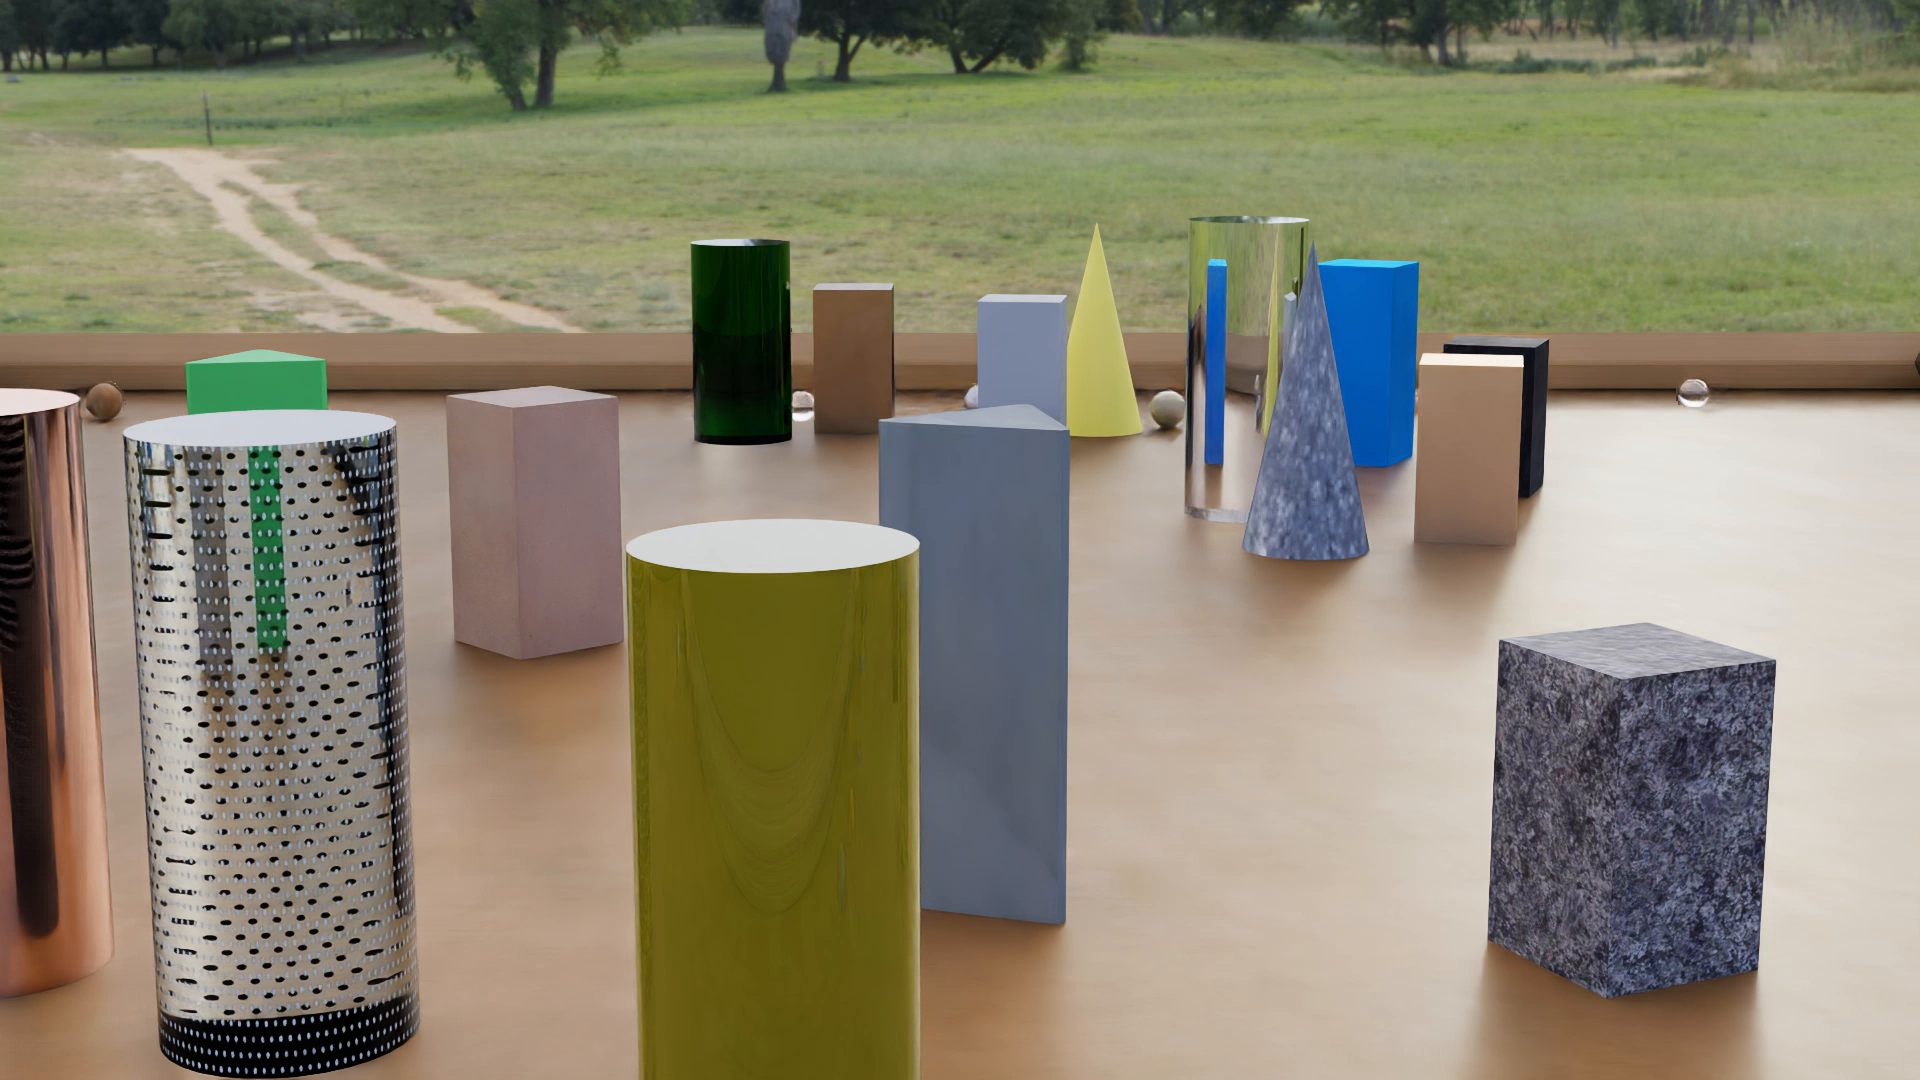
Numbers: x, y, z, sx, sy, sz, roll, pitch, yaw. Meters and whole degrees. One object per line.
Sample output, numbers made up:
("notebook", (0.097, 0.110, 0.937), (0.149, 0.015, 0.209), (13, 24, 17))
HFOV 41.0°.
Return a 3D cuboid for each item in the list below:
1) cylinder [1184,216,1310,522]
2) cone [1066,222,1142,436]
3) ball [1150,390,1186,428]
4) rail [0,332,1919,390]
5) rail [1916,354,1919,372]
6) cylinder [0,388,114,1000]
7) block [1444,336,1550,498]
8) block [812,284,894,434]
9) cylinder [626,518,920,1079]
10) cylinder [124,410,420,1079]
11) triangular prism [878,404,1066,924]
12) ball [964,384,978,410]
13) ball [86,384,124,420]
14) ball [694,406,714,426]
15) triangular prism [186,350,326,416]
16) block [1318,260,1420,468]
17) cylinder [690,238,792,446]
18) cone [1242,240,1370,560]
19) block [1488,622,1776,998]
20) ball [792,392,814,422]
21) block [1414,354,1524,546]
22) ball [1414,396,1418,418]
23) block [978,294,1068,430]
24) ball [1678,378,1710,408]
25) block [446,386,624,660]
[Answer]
("cylinder", (0.464, -0.280, 4.169), (0.193, 0.478, 0.193), (0, 11, 0))
("cone", (0.271, -0.427, 5.127), (0.193, 0.417, 0.193), (0, 11, 0))
("ball", (0.421, -0.264, 5.191), (0.075, 0.075, 0.075), (0, 11, 0))
("rail", (-0.014, -0.401, 5.781), (4.416, 0.125, 0.045), (0, 11, 0))
("rail", (2.184, 0.030, 3.461), (0.045, 0.125, 4.792), (0, 11, 0))
("cylinder", (-0.796, 0.119, 2.066), (0.193, 0.462, 0.193), (0, 11, 0))
("block", (0.923, -0.216, 4.433), (0.155, 0.256, 0.155), (4, 11, 21))
("block", (-0.212, -0.367, 5.164), (0.155, 0.286, 0.155), (0, 11, 1))
("cylinder", (-0.123, 0.207, 1.725), (0.193, 0.414, 0.193), (0, 11, 0))
("cylinder", (-0.510, 0.146, 1.916), (0.193, 0.464, 0.193), (0, 11, 0))
("triangular prism", (0.034, 0.101, 2.257), (0.167, 0.427, 0.145), (4, 11, 20))
("ball", (0.050, -0.274, 5.208), (0.087, 0.087, 0.087), (0, 11, 0))
("ball", (-1.771, -0.287, 5.310), (0.075, 0.075, 0.075), (0, 11, 0))
("ball", (-0.520, -0.251, 5.208), (0.043, 0.043, 0.043), (0, 11, 0))
("triangular prism", (-0.903, -0.062, 3.331), (0.167, 0.357, 0.145), (-2, 11, -12))
("block", (0.747, -0.331, 4.758), (0.155, 0.364, 0.155), (5, 12, 27))
("cylinder", (-0.427, -0.389, 5.015), (0.193, 0.384, 0.193), (0, 11, 0))
("cone", (0.526, -0.219, 3.865), (0.193, 0.469, 0.193), (0, 11, 0))
("block", (0.547, 0.216, 2.102), (0.155, 0.259, 0.155), (-5, 12, -25))
("ball", (-0.327, -0.275, 5.279), (0.063, 0.063, 0.063), (0, 11, 0))
("block", (0.792, -0.143, 3.991), (0.155, 0.275, 0.155), (2, 11, 12))
("ball", (0.934, -0.275, 5.320), (0.048, 0.048, 0.048), (0, 11, 0))
("block", (0.119, -0.313, 4.861), (0.155, 0.290, 0.155), (1, 11, 7))
("ball", (1.569, -0.313, 5.485), (0.063, 0.063, 0.063), (0, 11, 0))
("block", (-0.538, -0.026, 3.251), (0.155, 0.314, 0.155), (-9, 14, -41))
